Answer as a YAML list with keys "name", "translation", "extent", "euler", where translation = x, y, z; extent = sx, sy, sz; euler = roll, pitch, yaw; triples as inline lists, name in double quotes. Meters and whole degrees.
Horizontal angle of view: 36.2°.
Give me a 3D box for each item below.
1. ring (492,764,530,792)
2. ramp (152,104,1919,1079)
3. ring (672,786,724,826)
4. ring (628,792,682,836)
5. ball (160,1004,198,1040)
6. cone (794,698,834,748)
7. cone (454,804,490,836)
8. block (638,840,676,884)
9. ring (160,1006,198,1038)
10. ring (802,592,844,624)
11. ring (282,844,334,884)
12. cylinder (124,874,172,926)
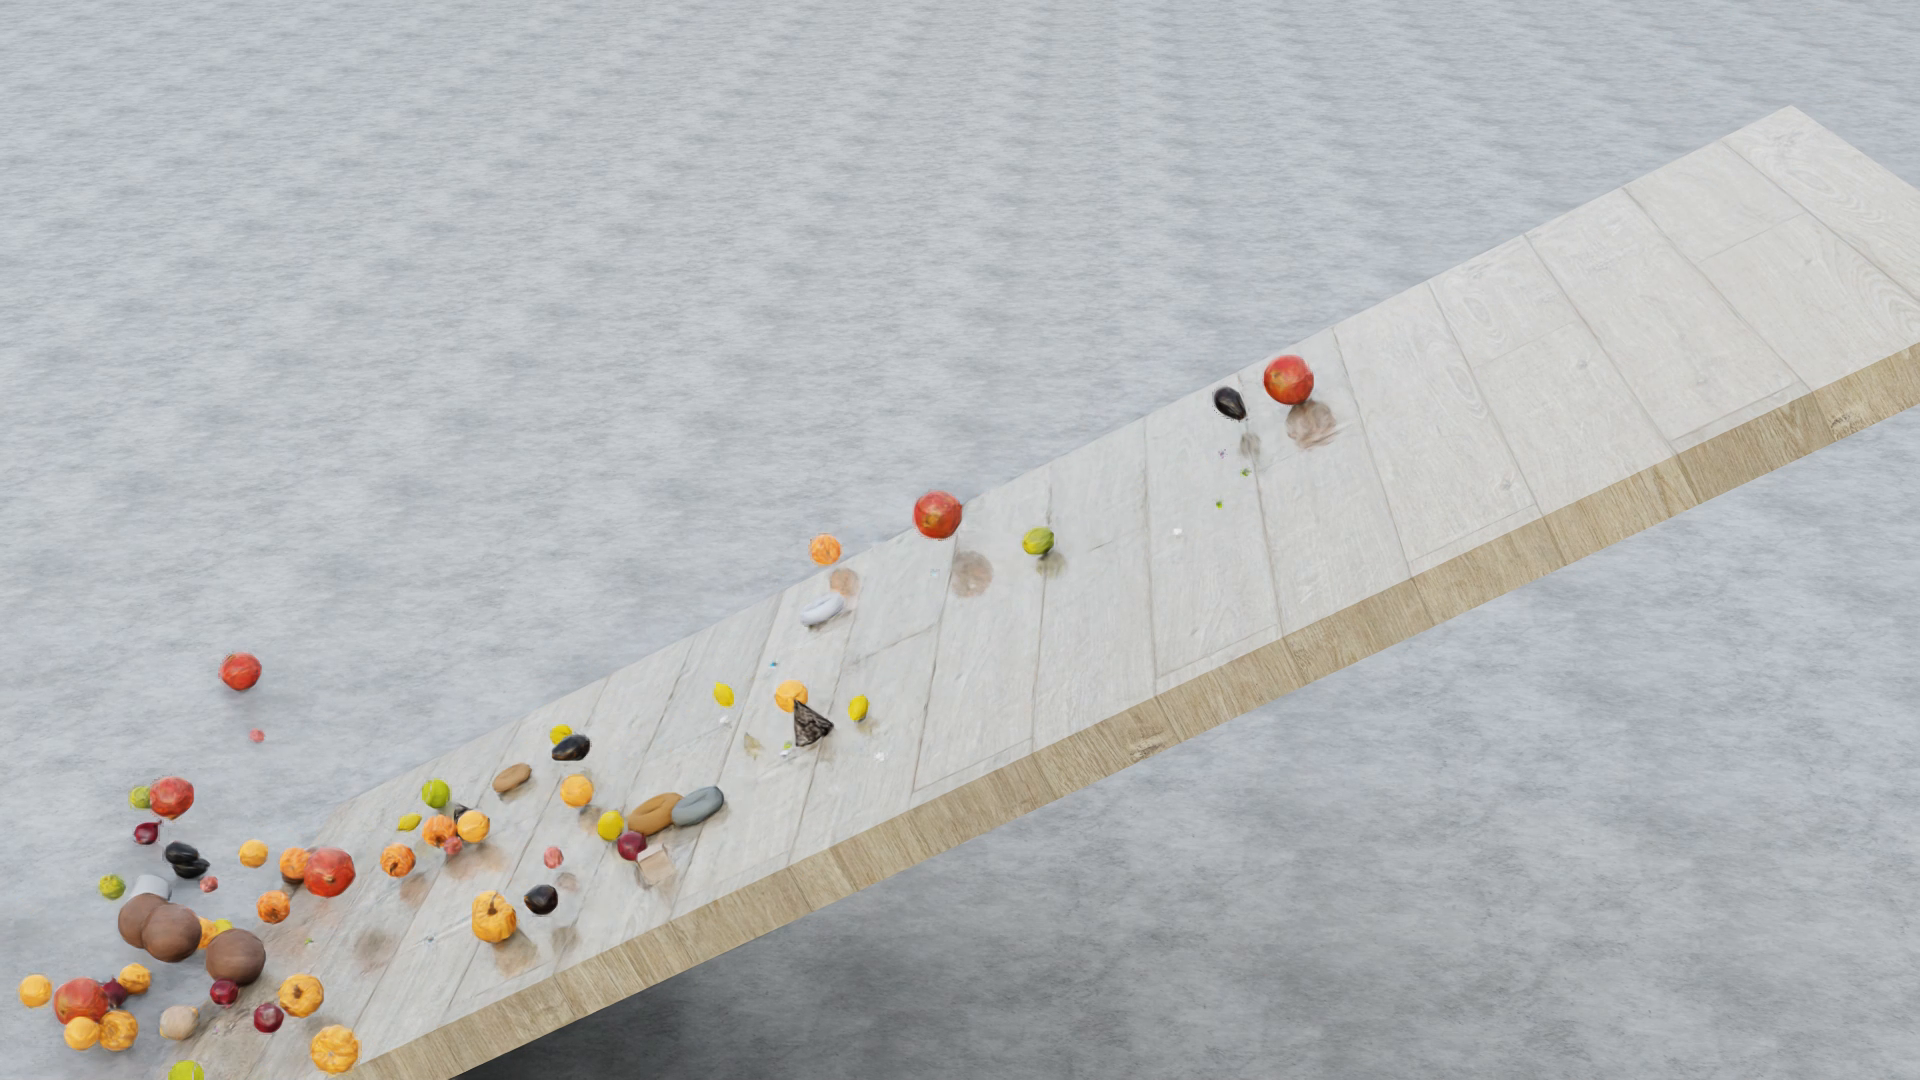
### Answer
- name: "ring"
  translation: [-1.051, 0.558, 6.897]
  extent: [0.098, 0.033, 0.098]
  euler: [-27, 15, 8]
- name: "ramp"
  translation: [0.140, 0.168, 6.281]
  extent: [4.000, 0.100, 2.000]
  euler: [-26, 14, 10]
- name: "ring"
  translation: [-0.531, 0.538, 5.944]
  extent: [0.115, 0.038, 0.115]
  euler: [-26, 15, 7]
- name: "ring"
  translation: [-0.623, 0.562, 6.028]
  extent: [0.130, 0.043, 0.130]
  euler: [-25, 15, 7]
- name: "ball"
  translation: [-1.669, 1.031, 6.283]
  extent: [0.078, 0.078, 0.078]
  euler: [0, 17, 0]
- name: "cone"
  translation: [-0.321, 0.364, 6.058]
  extent: [0.091, 0.091, 0.091]
  euler: [-26, 14, 7]
- name: "cone"
  translation: [-1.107, 0.639, 6.706]
  extent: [0.076, 0.076, 0.076]
  euler: [1, 17, 6]
- name: "block"
  translation: [-0.588, 0.626, 5.703]
  extent: [0.054, 0.054, 0.054]
  euler: [-29, 14, -2]
- name: "ring"
  translation: [-1.695, 1.045, 6.380]
  extent: [0.092, 0.031, 0.092]
  euler: [-30, 13, 8]
- name: "ring"
  translation: [-0.323, 0.162, 6.911]
  extent: [0.111, 0.037, 0.111]
  euler: [-26, 15, 7]
- name: "ring"
  translation: [-1.566, 0.779, 7.063]
  extent: [0.137, 0.046, 0.137]
  euler: [-27, 14, 7]
- name: "cylinder"
  translation: [-1.948, 0.863, 7.059]
  extent: [0.087, 0.087, 0.087]
  euler: [5, 52, 16]
